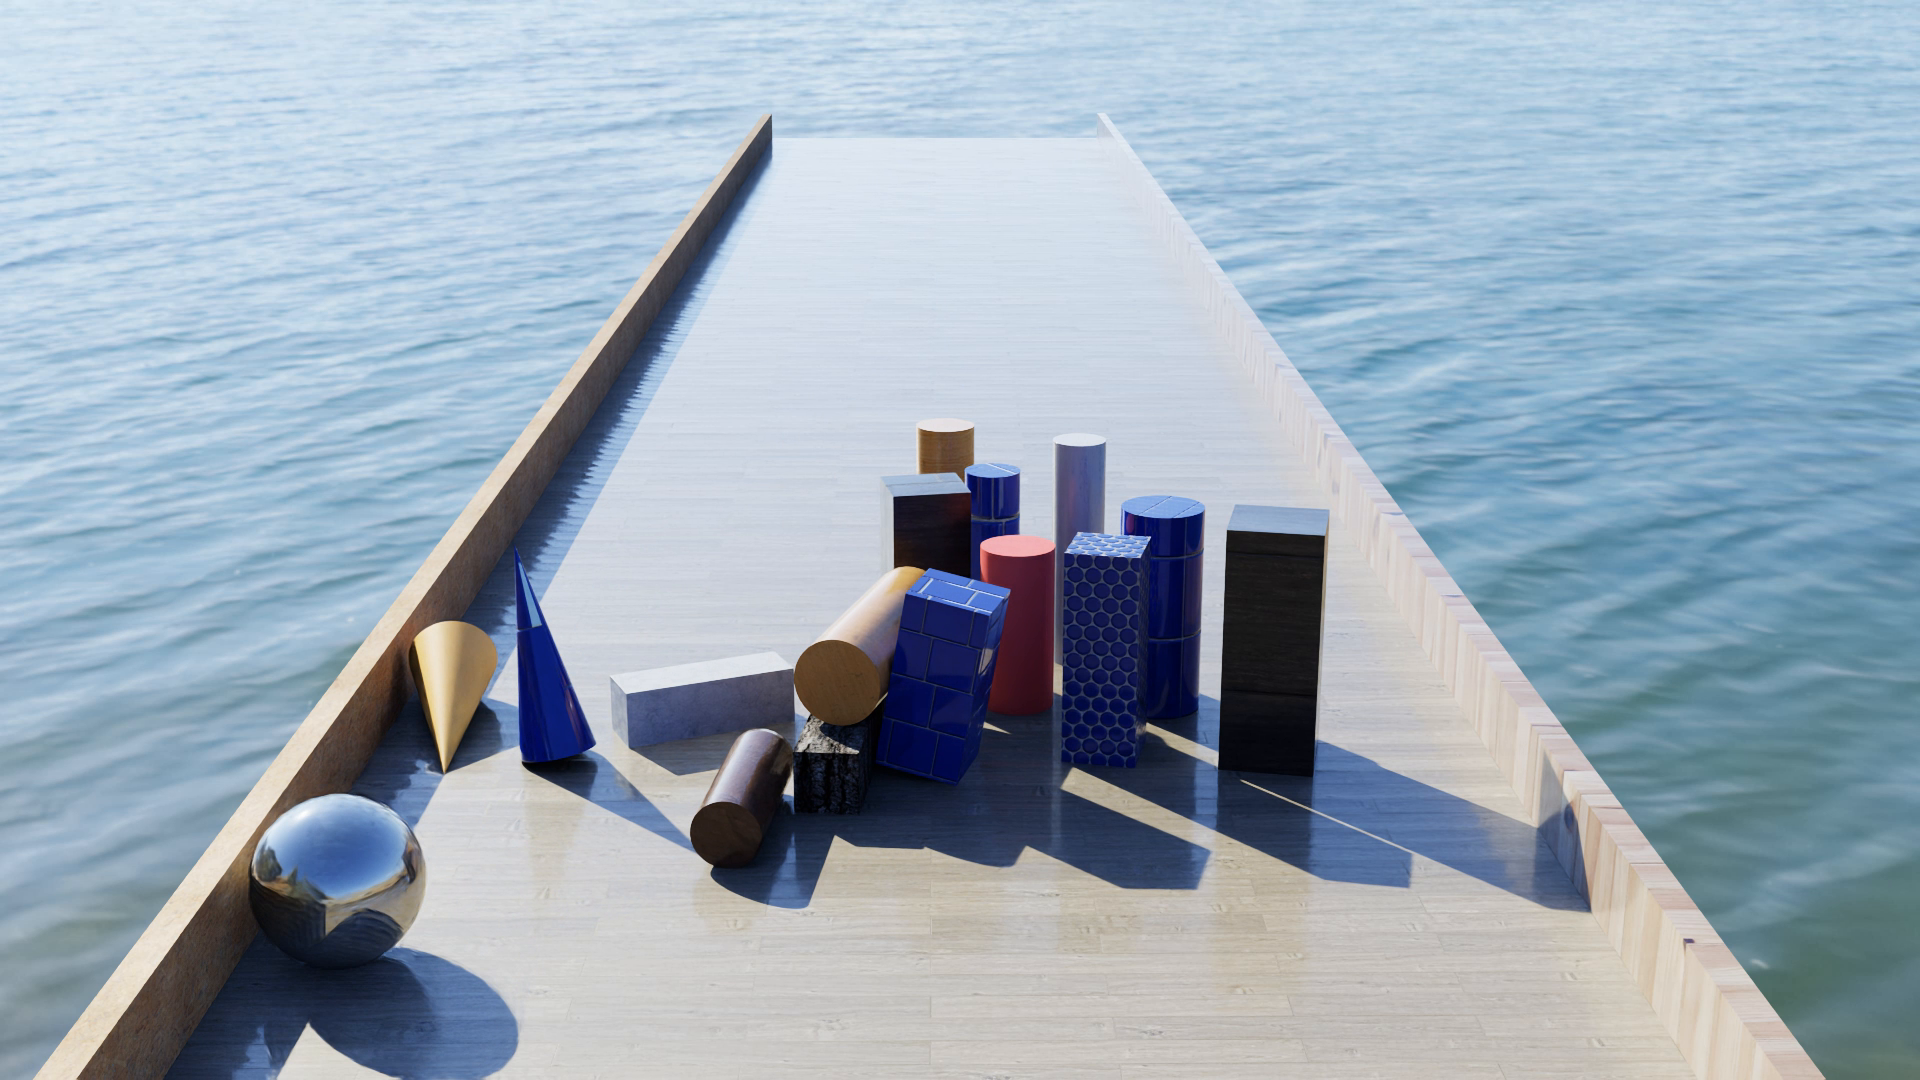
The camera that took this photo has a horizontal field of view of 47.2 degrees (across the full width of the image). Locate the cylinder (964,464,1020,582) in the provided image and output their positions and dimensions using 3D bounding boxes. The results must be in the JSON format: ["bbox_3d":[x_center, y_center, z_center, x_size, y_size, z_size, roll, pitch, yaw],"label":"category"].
[{"bbox_3d":[0.068,0.009,4.629,0.117,0.323,0.117,0,17,0],"label":"cylinder"}]

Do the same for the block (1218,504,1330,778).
[{"bbox_3d":[0.552,0.175,3.867,0.166,0.439,0.166,3,17,11],"label":"block"}]

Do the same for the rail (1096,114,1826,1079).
[{"bbox_3d":[0.932,-0.844,7.801,0.050,0.150,12.000,0,17,-1],"label":"rail"}]

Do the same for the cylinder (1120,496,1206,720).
[{"bbox_3d":[0.375,0.126,4.115,0.155,0.392,0.155,0,17,0],"label":"cylinder"}]

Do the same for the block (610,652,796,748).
[{"bbox_3d":[-0.474,0.293,4.060,0.320,0.104,0.104,-7,18,-24],"label":"block"}]

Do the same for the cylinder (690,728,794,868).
[{"bbox_3d":[-0.353,0.420,3.611,0.115,0.115,0.312,2,17,5],"label":"cylinder"}]

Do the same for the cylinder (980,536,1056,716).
[{"bbox_3d":[0.108,0.159,4.145,0.140,0.311,0.140,0,17,0],"label":"cylinder"}]

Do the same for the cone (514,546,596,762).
[{"bbox_3d":[-0.748,0.191,3.883,0.137,0.379,0.137,-10,9,2],"label":"cone"}]

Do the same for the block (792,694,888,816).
[{"bbox_3d":[-0.205,0.352,3.852,0.110,0.110,0.385,2,17,5],"label":"block"}]

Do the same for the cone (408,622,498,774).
[{"bbox_3d":[-0.933,0.318,4.014,0.166,0.166,0.390,-3,29,-9],"label":"cone"}]

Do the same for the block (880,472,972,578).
[{"bbox_3d":[-0.068,0.072,4.327,0.152,0.376,0.152,-3,17,-11],"label":"block"}]

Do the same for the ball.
[{"bbox_3d":[-0.891,0.488,3.154,0.247,0.247,0.247,0,17,0],"label":"ball"}]

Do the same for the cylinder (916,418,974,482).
[{"bbox_3d":[-0.032,-0.085,4.895,0.129,0.352,0.129,0,17,0],"label":"cylinder"}]

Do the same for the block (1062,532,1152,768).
[{"bbox_3d":[0.259,0.194,3.895,0.132,0.387,0.132,4,17,13],"label":"block"}]

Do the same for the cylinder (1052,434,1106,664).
[{"bbox_3d":[0.234,0.021,4.363,0.105,0.453,0.105,0,17,0],"label":"cylinder"}]

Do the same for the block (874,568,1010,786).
[{"bbox_3d":[-0.030,0.237,3.829,0.149,0.320,0.149,15,19,11],"label":"block"}]

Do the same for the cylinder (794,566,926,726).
[{"bbox_3d":[-0.152,0.184,3.950,0.156,0.156,0.434,5,17,15],"label":"cylinder"}]

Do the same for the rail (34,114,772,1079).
[{"bbox_3d":[-1.118,-0.838,7.780,0.050,0.150,12.000,0,17,-1],"label":"rail"}]
